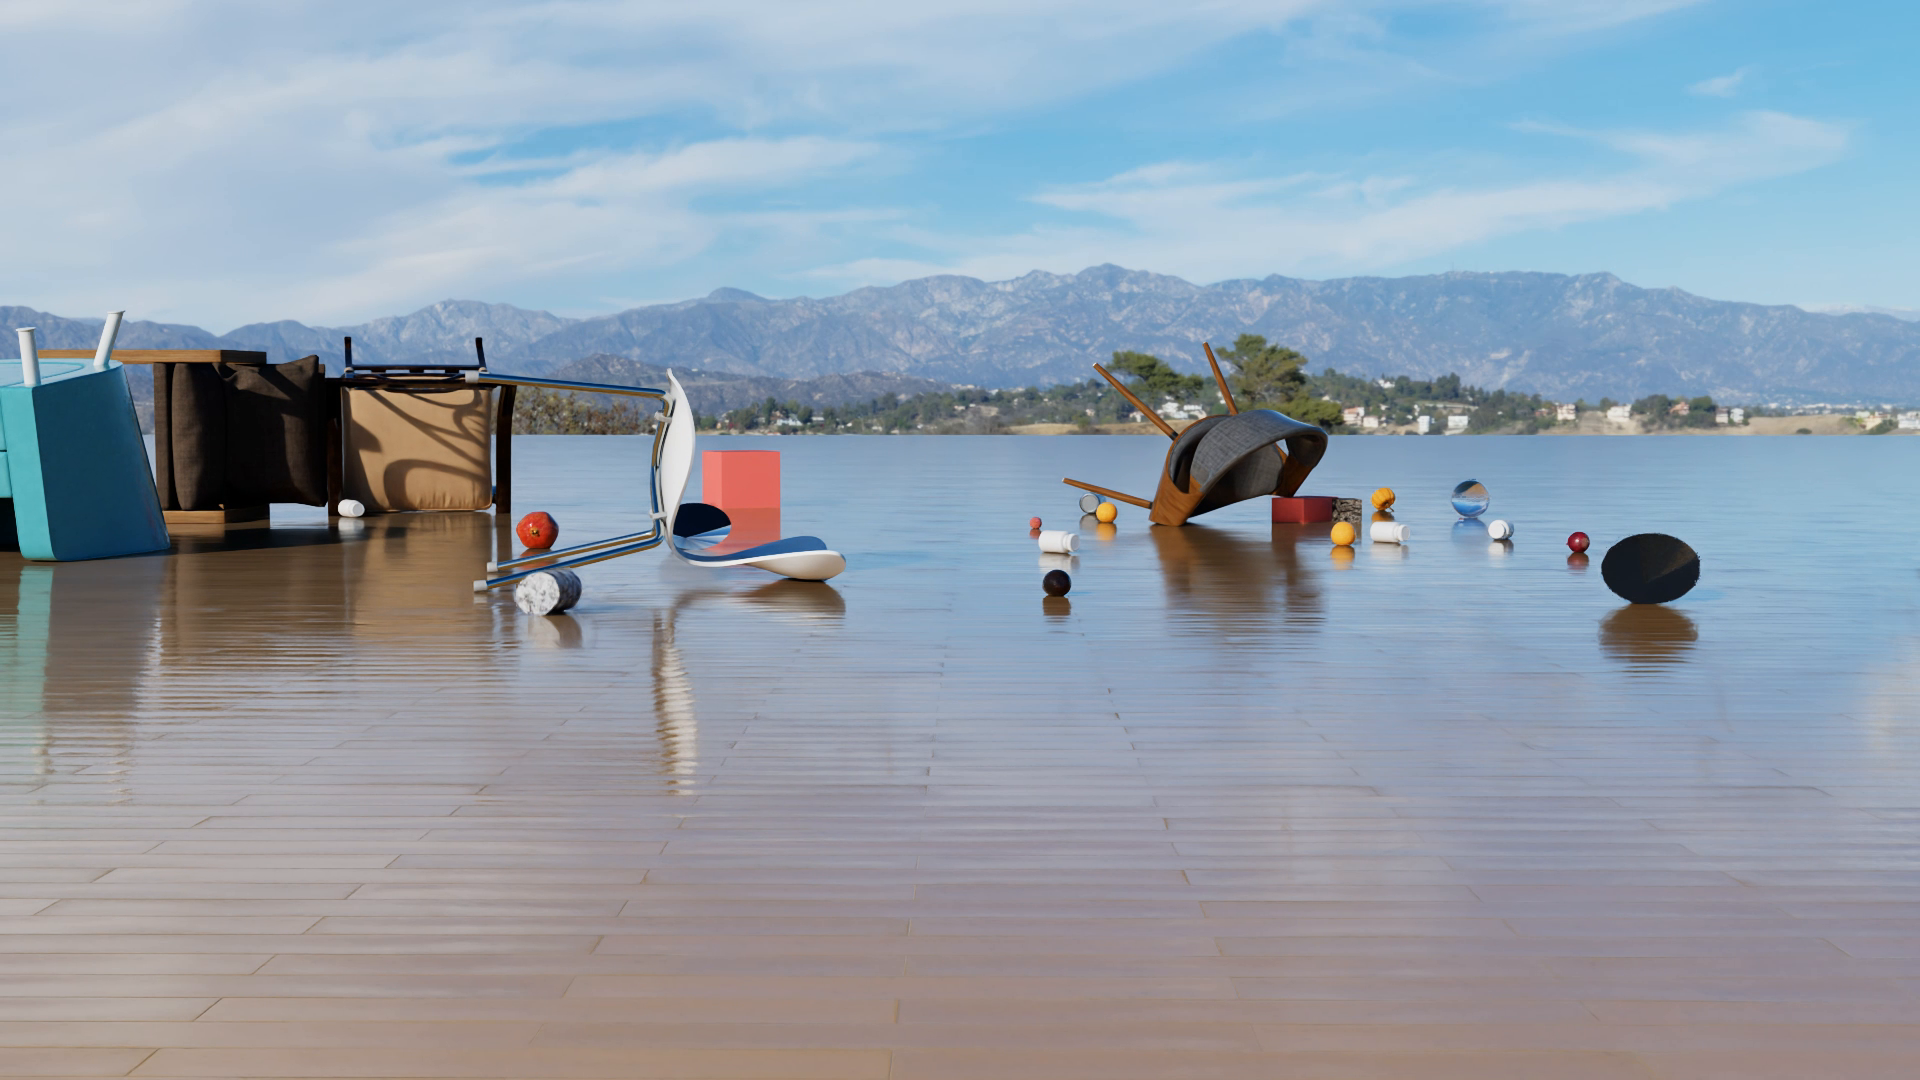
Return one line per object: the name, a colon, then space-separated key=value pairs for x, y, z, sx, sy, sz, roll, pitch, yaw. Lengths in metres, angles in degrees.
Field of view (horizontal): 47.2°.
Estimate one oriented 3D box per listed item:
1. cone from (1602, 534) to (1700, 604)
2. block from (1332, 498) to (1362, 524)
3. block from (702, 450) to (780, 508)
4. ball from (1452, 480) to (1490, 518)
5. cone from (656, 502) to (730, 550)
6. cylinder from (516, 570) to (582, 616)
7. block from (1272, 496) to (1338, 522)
cone: x=1.459 y=0.092 z=4.685 sx=0.211 sy=0.172 sz=0.120 roll=-16 pitch=-32 yaw=-8
block: x=1.304 y=-0.099 z=7.410 sx=0.075 sy=0.079 sz=0.086 roll=-1 pitch=4 yaw=-9
block: x=-0.836 y=-0.234 z=8.406 sx=0.235 sy=0.212 sz=0.220 roll=-2 pitch=4 yaw=-25
ball: x=1.785 y=-0.144 z=7.686 sx=0.131 sy=0.131 sz=0.131 roll=0 pitch=4 yaw=0
cone: x=-0.778 y=-0.014 z=6.276 sx=0.212 sy=0.135 sz=0.214 roll=-3 pitch=-13 yaw=-18
cylinder: x=-0.821 y=0.104 z=4.399 sx=0.101 sy=0.083 sz=0.087 roll=-22 pitch=-4 yaw=21
block: x=1.178 y=-0.106 z=7.502 sx=0.130 sy=0.081 sz=0.207 roll=4 pitch=5 yaw=43
